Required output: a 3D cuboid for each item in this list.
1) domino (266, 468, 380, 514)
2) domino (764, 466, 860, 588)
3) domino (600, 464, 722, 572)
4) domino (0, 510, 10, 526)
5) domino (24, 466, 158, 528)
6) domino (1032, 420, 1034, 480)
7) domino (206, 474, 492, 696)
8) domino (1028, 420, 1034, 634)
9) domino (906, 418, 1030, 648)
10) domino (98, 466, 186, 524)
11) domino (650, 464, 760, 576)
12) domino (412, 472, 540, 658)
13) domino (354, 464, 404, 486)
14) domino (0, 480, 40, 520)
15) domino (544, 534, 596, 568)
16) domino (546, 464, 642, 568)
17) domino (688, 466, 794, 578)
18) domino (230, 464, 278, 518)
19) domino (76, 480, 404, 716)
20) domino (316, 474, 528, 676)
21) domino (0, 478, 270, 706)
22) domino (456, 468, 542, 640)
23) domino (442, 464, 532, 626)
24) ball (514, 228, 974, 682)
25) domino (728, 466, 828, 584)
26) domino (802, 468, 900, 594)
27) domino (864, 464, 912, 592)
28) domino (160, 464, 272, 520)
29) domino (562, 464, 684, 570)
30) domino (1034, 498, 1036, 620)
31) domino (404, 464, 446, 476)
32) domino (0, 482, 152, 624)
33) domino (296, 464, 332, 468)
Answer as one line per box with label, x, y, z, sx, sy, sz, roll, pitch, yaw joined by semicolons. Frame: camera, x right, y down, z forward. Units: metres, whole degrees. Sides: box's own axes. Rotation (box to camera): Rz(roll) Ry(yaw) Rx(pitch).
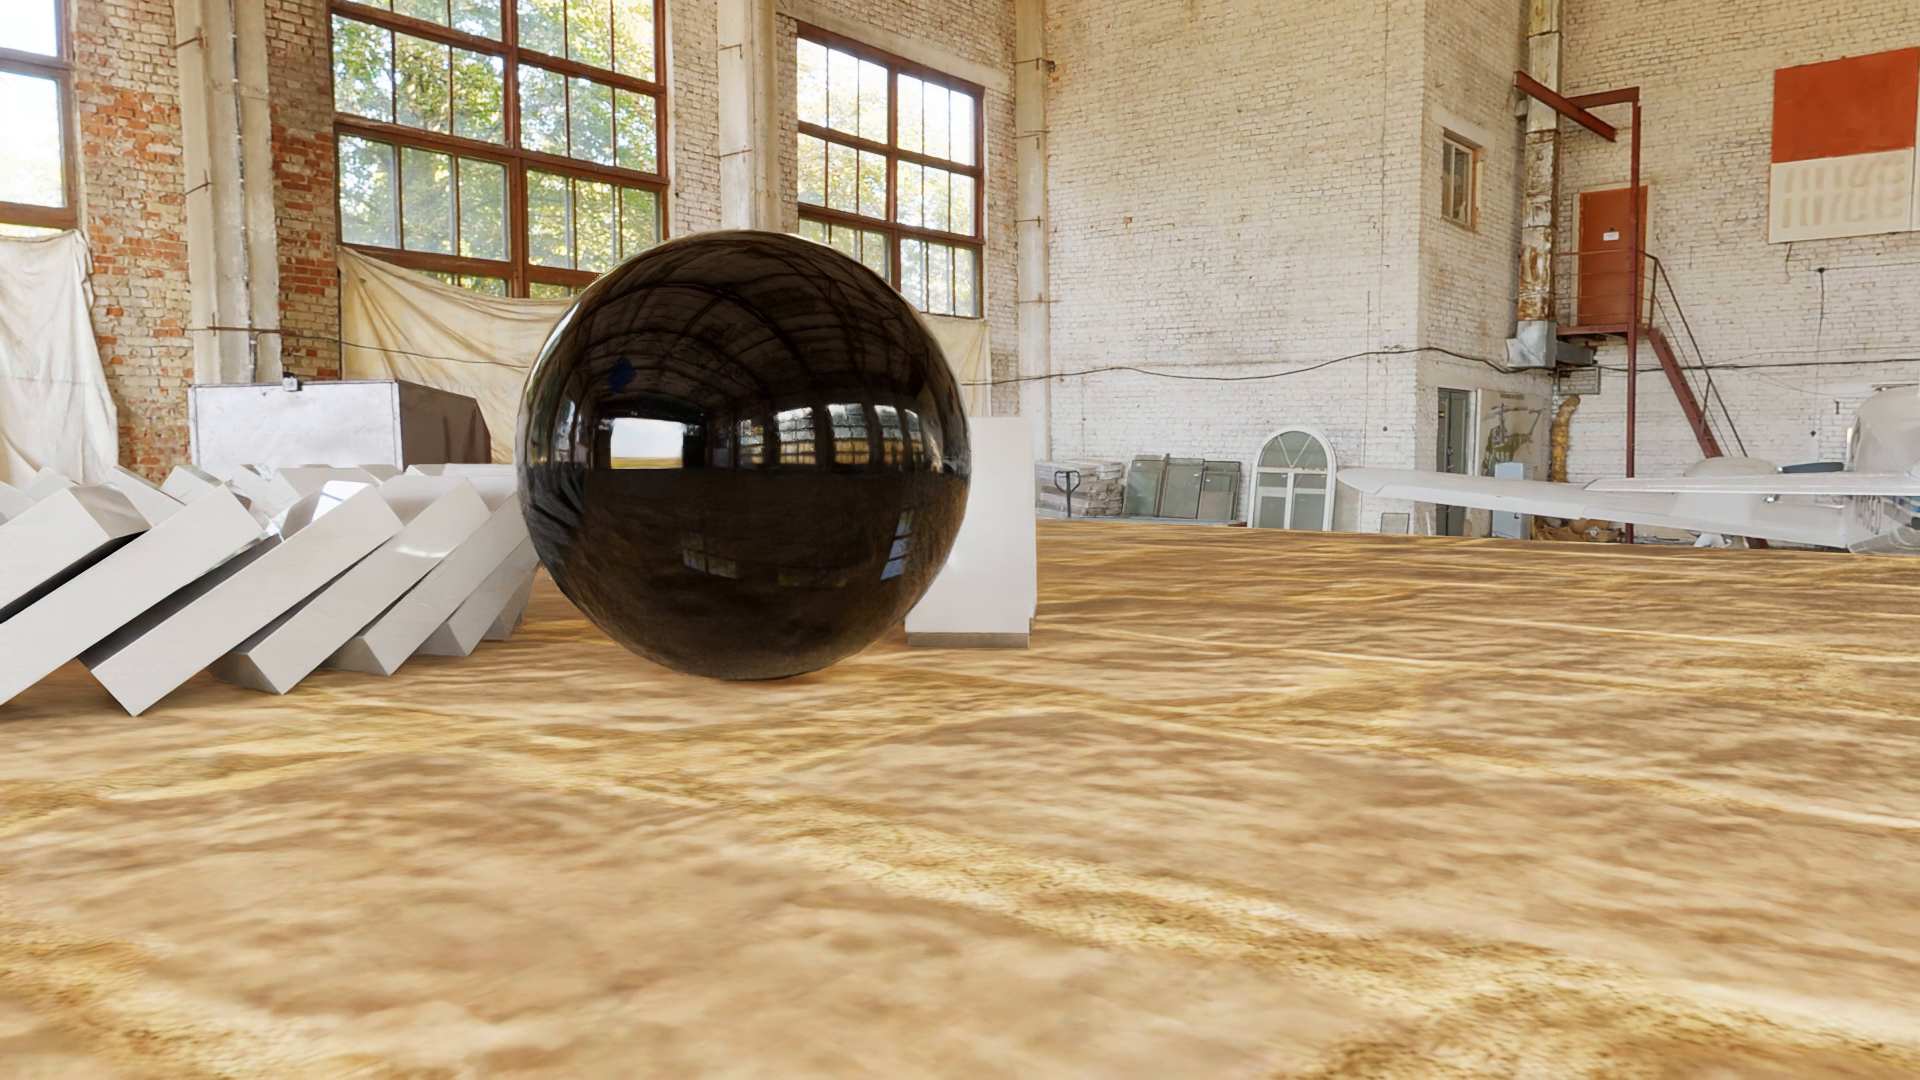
domino;-0.156;-0.001;0.336;0.050;0.009;0.025;40;22;23
domino;-0.038;-0.005;0.399;0.025;0.009;0.050;-3;38;-37
domino;-0.098;-0.008;0.443;0.050;0.009;0.025;39;22;23
domino;-0.169;0.010;0.187;0.050;0.009;0.025;-36;9;-6
domino;-0.275;-0.006;0.418;0.050;0.009;0.025;36;-16;-30
domino;0.005;-0.005;0.306;0.025;0.050;0.009;0;-25;2
domino;-0.114;0.007;0.238;0.025;0.010;0.050;3;40;36
domino;0.004;-0.004;0.295;0.025;0.050;0.009;0;-25;2
domino;0.002;-0.002;0.274;0.025;0.050;0.009;0;-25;2
domino;-0.260;-0.007;0.429;0.050;0.009;0.025;35;-12;-25
domino;-0.080;-0.008;0.435;0.050;0.009;0.025;42;28;30
domino;-0.105;0.004;0.275;0.025;0.009;0.050;1;39;16
domino;-0.190;-0.009;0.456;0.050;0.010;0.025;33;4;0
domino;-0.289;-0.006;0.406;0.050;0.009;0.025;37;-19;-32
domino;-0.153;-0.009;0.456;0.050;0.009;0.025;34;10;7
domino;-0.134;-0.009;0.454;0.050;0.010;0.025;35;13;12
domino;-0.066;-0.007;0.424;0.025;0.009;0.050;-4;39;-47
domino;-0.227;-0.009;0.448;0.050;0.009;0.025;33;-3;-12
domino;-0.123;0.008;0.220;0.025;0.009;0.050;5;41;49
domino;-0.108;0.005;0.256;0.025;0.009;0.050;2;39;27
domino;-0.136;0.009;0.204;0.050;0.009;0.025;-39;20;-19
domino;-0.110;0.002;0.295;0.025;0.009;0.050;0;40;2
domino;-0.116;0.000;0.313;0.025;0.010;0.050;0;40;-9
ball;-0.038;-0.015;0.230;0.080;0.080;0.080;0;4;0
domino;-0.051;-0.006;0.412;0.025;0.010;0.050;-3;38;-41
domino;-0.026;-0.004;0.385;0.025;0.009;0.050;-3;38;-32
domino;-0.011;-0.004;0.373;0.025;0.009;0.050;4;34;-18
domino;-0.244;-0.008;0.439;0.050;0.009;0.025;34;-8;-20
domino;-0.115;-0.009;0.450;0.050;0.009;0.025;37;18;18
domino;0.006;-0.005;0.317;0.025;0.050;0.009;0;-26;1
domino;-0.171;-0.009;0.457;0.050;0.009;0.025;33;7;3
domino;-0.152;0.010;0.195;0.050;0.009;0.025;-37;15;-13
domino;-0.209;-0.009;0.453;0.050;0.009;0.025;33;0;-7
